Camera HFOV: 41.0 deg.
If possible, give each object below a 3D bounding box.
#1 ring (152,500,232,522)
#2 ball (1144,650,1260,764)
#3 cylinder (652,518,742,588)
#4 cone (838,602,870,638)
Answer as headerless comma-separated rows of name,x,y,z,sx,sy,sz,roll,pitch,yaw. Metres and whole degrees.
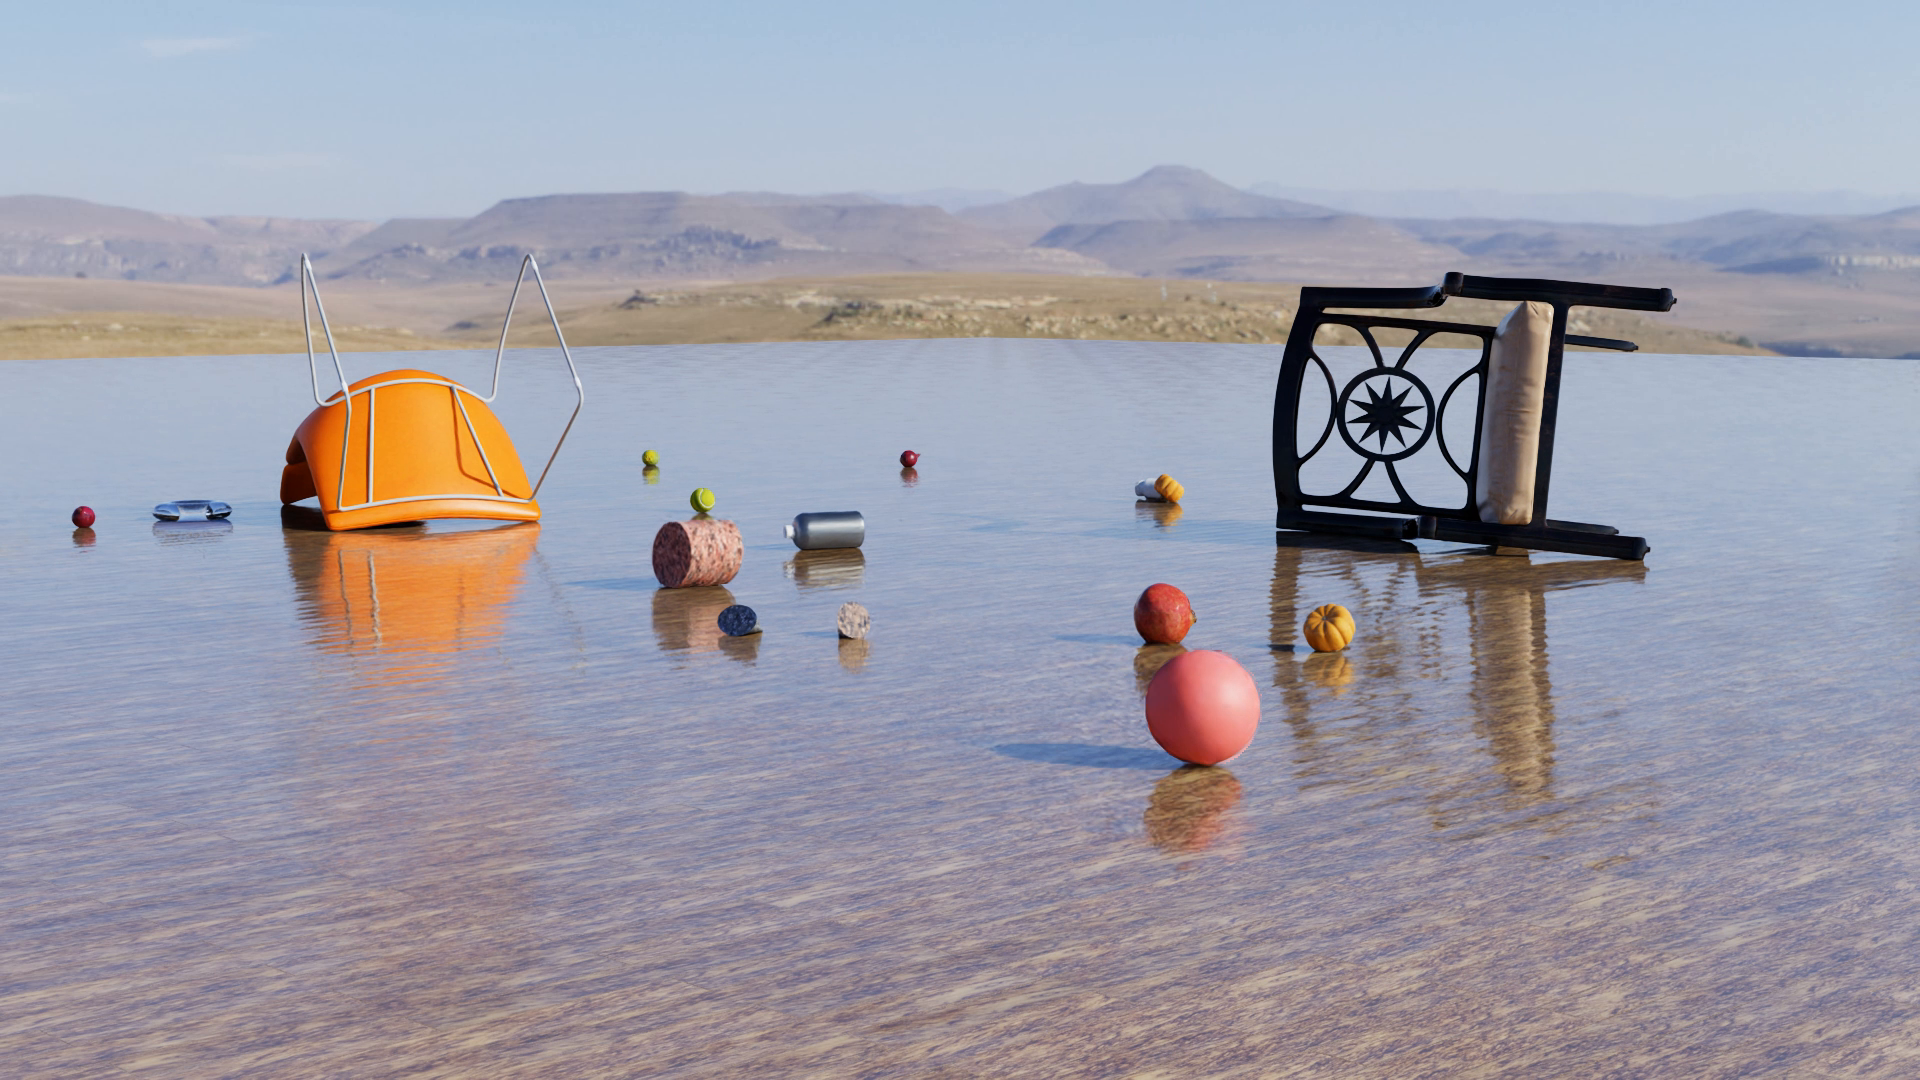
ring,-2.080,-0.080,6.952,0.207,0.049,0.213,3,6,29
ball,0.327,0.226,3.464,0.155,0.155,0.155,0,6,0
cylinder,-0.558,0.028,5.448,0.122,0.137,0.191,-4,-10,-33
cone,-0.209,0.159,4.707,0.066,0.076,0.065,21,-33,-19
